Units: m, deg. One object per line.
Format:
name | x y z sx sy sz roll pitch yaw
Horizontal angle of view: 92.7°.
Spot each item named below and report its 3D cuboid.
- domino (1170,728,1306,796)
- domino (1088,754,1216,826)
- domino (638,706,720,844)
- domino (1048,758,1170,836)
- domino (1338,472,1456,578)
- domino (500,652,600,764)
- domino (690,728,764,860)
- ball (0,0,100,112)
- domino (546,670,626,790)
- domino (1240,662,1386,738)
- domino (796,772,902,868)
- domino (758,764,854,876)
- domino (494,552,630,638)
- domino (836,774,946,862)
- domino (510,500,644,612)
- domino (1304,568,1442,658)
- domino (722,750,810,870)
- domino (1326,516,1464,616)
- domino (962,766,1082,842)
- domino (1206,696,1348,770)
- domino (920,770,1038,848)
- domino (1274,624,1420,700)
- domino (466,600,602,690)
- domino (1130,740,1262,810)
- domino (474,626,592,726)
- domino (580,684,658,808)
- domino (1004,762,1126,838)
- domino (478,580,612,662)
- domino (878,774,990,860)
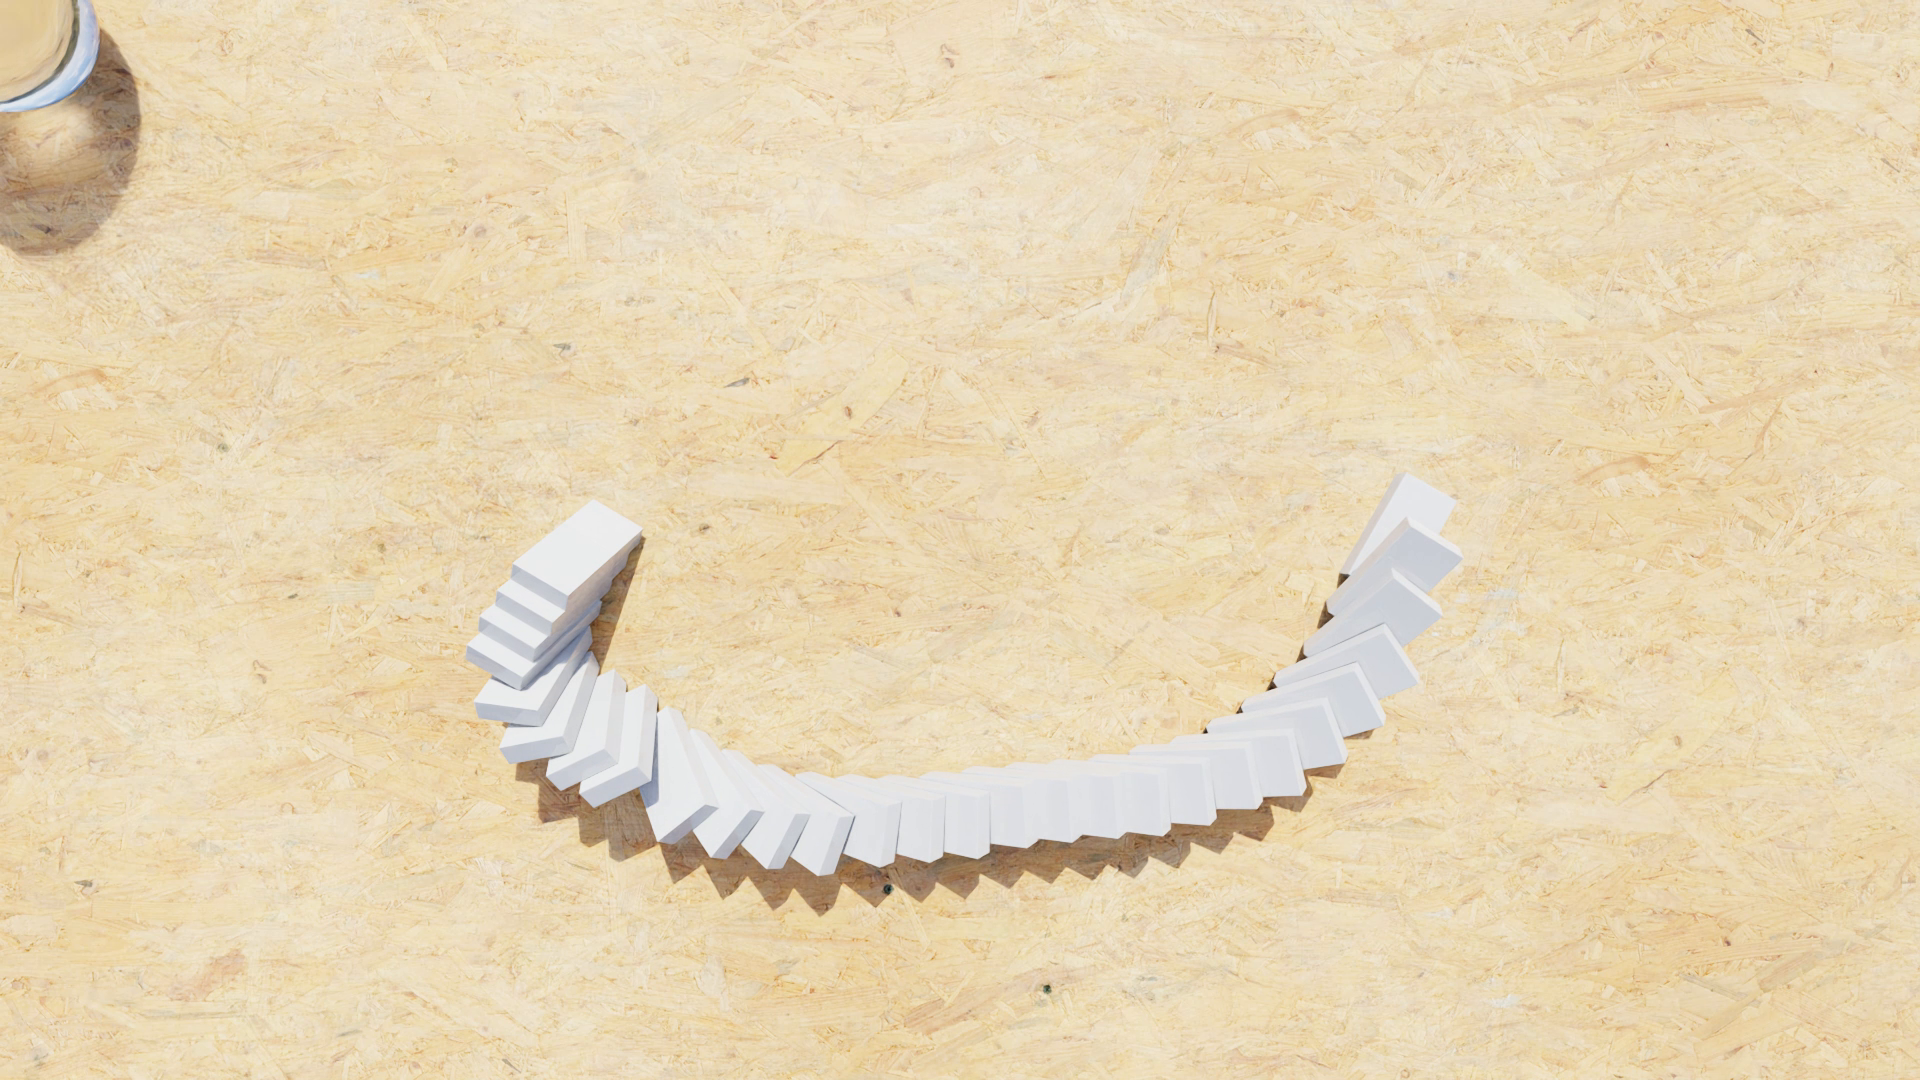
domino | 0.115 0.094 0.382 0.050 0.009 0.025 -13 91 33
domino | 0.080 0.104 0.383 0.050 0.009 0.025 -7 90 33
domino | -0.121 0.097 0.381 0.025 0.010 0.050 -38 56 4
domino | 0.062 0.107 0.383 0.050 0.009 0.025 -4 90 32
domino | 0.189 -0.001 0.395 0.025 0.010 0.050 30 90 0
domino | -0.167 0.068 0.377 0.025 0.050 0.010 -11 124 0
domino | -0.105 0.105 0.382 0.025 0.010 0.050 -51 55 0
ball | -0.393 -0.212 0.360 0.080 0.080 0.080 0 90 0
domino | -0.153 0.077 0.377 0.025 0.050 0.010 -26 123 0
domino | 0.147 0.072 0.382 0.050 0.010 0.025 -28 90 33
domino | -0.049 0.116 0.382 0.050 0.010 0.025 7 90 33
domino | -0.069 0.116 0.382 0.050 0.010 0.025 20 90 35
domino | -0.163 0.016 0.377 0.025 0.050 0.009 30 128 0
domino | -0.030 0.115 0.383 0.050 0.009 0.025 3 90 33
domino | -0.157 0.005 0.377 0.025 0.050 0.010 30 128 0
domino | 0.172 0.038 0.383 0.025 0.009 0.050 38 121 0
domino | -0.087 0.111 0.382 0.050 0.009 0.025 28 90 35
domino | 0.180 0.017 0.382 0.025 0.009 0.050 31 121 -1
domino | 0.025 0.110 0.383 0.050 0.010 0.025 -4 90 32
domino | 0.132 0.084 0.382 0.050 0.010 0.025 -20 90 33
domino | 0.007 0.112 0.383 0.050 0.010 0.025 -4 90 32
domino | 0.161 0.058 0.383 0.050 0.010 0.025 -34 90 32
domino | -0.174 0.037 0.377 0.025 0.050 0.010 30 128 0
domino | 0.098 0.098 0.382 0.050 0.010 0.025 -11 91 33
domino | -0.174 0.053 0.377 0.025 0.050 0.010 8 126 0
domino | -0.139 0.083 0.376 0.025 0.050 0.009 -25 123 1
domino | 0.044 0.108 0.383 0.050 0.009 0.025 -4 90 32
domino | -0.169 0.026 0.377 0.025 0.050 0.010 30 128 0
domino | -0.012 0.115 0.383 0.050 0.010 0.025 0 90 32
